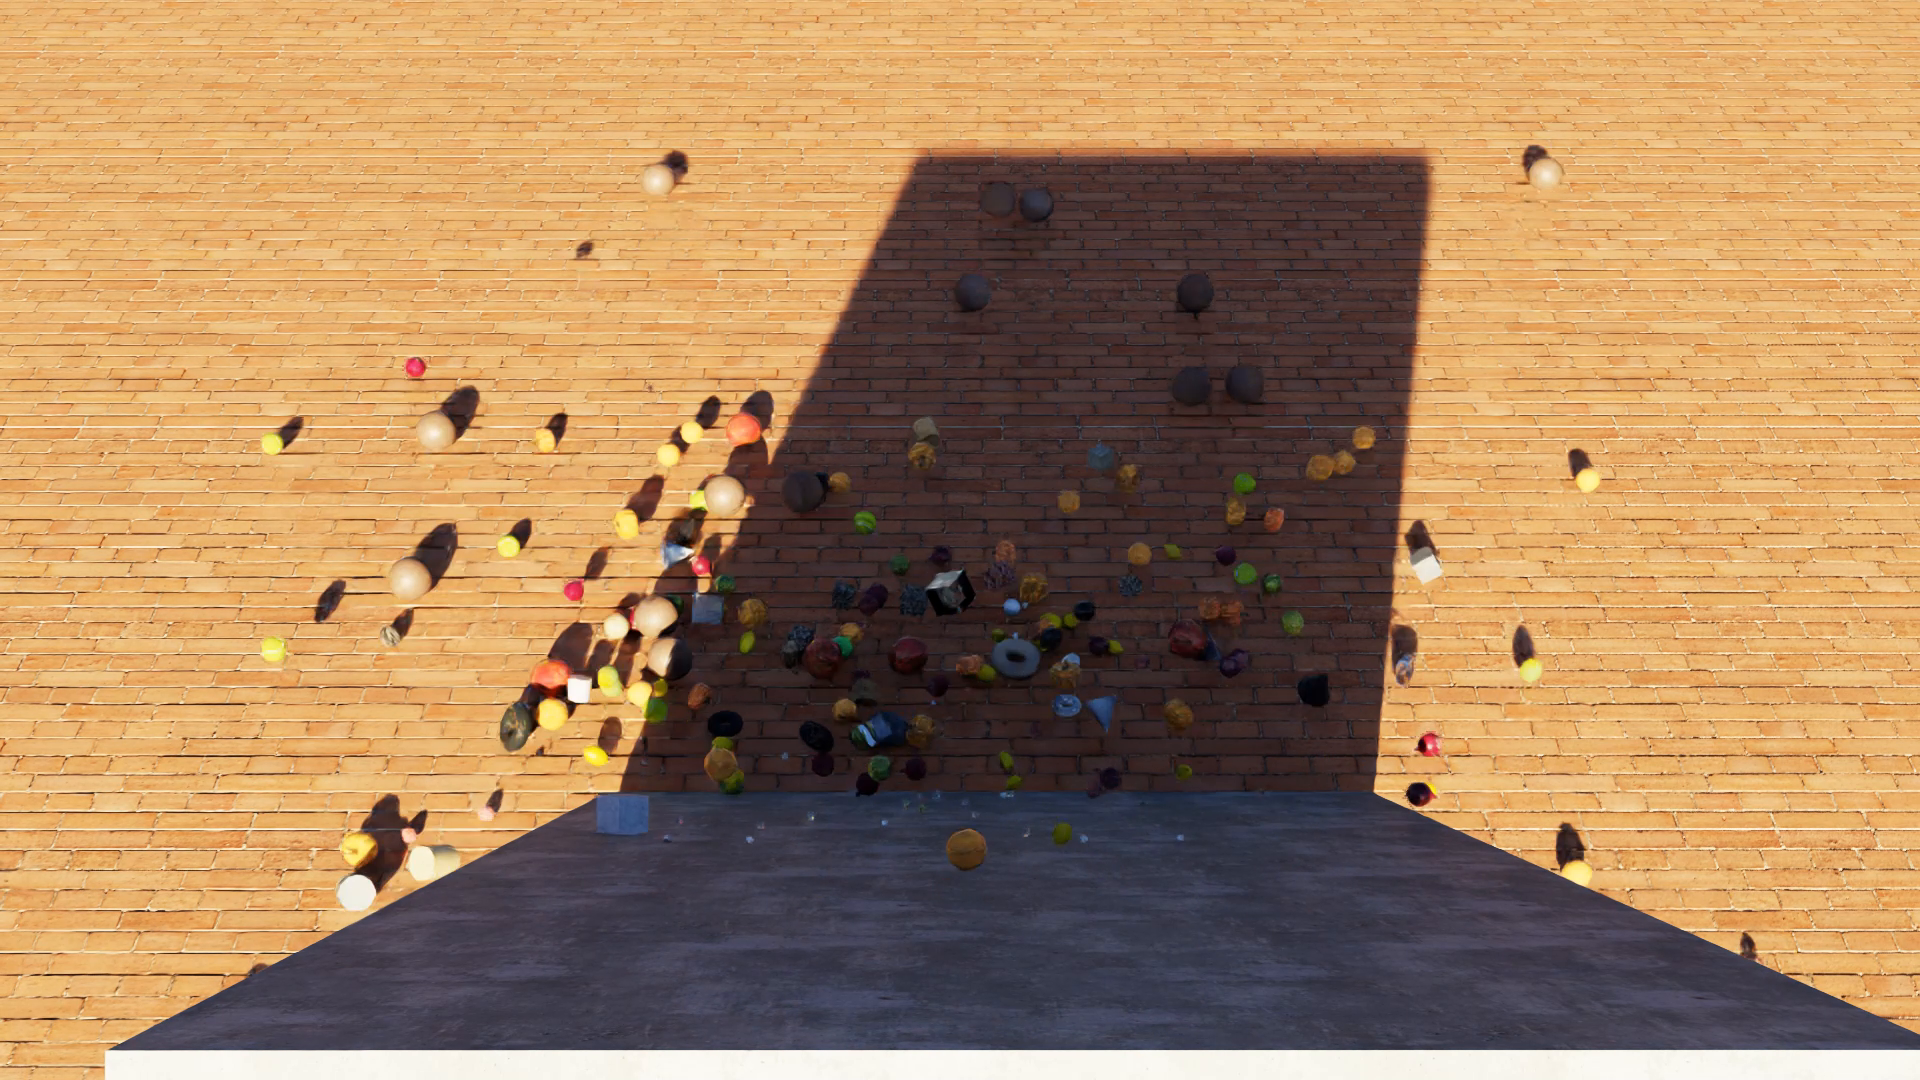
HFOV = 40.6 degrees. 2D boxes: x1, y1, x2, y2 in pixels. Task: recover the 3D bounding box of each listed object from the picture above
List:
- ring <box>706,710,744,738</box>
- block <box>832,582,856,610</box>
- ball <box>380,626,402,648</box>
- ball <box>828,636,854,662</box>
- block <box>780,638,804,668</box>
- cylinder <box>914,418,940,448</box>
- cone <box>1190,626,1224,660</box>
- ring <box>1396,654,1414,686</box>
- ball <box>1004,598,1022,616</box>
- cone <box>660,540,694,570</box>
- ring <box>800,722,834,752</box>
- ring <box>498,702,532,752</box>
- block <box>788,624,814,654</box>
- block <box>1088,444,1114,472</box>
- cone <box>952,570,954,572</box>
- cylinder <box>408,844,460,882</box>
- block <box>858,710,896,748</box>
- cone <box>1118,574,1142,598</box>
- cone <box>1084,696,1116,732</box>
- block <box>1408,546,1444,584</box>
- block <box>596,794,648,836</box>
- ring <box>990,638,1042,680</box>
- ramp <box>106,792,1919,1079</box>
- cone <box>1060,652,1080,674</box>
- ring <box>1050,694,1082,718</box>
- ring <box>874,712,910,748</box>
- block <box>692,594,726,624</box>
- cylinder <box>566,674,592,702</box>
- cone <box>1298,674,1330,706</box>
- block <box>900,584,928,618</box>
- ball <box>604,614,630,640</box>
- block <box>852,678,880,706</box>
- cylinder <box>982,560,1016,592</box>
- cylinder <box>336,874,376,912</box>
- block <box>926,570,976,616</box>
[{"bbox_3d":[-0.647,0.506,7.145,0.100,0.033,0.100,-1,34,1],"label":"ring"},{"bbox_3d":[-0.339,0.163,7.592,0.056,0.056,0.056,16,21,-8],"label":"block"},{"bbox_3d":[-1.636,0.277,7.456,0.061,0.061,0.061,0,34,0],"label":"ball"},{"bbox_3d":[-0.340,0.311,7.393,0.072,0.072,0.072,0,34,0],"label":"ball"},{"bbox_3d":[-0.477,0.323,7.393,0.055,0.055,0.055,-12,36,-17],"label":"block"},{"bbox_3d":[-0.107,-0.344,8.336,0.071,0.071,0.071,-6,66,-8],"label":"cylinder"},{"bbox_3d":[0.700,0.289,7.372,0.098,0.098,0.098,-2,2,0],"label":"cone"},{"bbox_3d":[1.250,0.366,7.291,0.030,0.091,0.091,14,36,29],"label":"ring"},{"bbox_3d":[0.153,0.197,7.581,0.052,0.052,0.052,0,34,0],"label":"ball"},{"bbox_3d":[-0.838,0.038,7.761,0.094,0.094,0.094,-8,35,-21],"label":"cone"},{"bbox_3d":[-0.389,0.536,7.065,0.105,0.035,0.105,30,24,-15],"label":"ring"},{"bbox_3d":[-1.205,0.507,7.042,0.046,0.139,0.139,19,23,-33],"label":"ring"},{"bbox_3d":[-0.456,0.284,7.451,0.055,0.055,0.055,15,37,20],"label":"block"},{"bbox_3d":[0.447,-0.263,8.250,0.058,0.058,0.058,-29,44,-35],"label":"block"},{"bbox_3d":[-0.018,0.117,7.673,0.074,0.074,0.074,-4,31,2],"label":"cone"},{"bbox_3d":[-1.109,0.680,5.474,0.074,0.074,0.074,24,11,31],"label":"cylinder"},{"bbox_3d":[-0.223,0.510,7.017,0.065,0.065,0.065,-33,88,-26],"label":"block"},{"bbox_3d":[0.509,0.124,7.689,0.073,0.073,0.073,6,19,9],"label":"cone"},{"bbox_3d":[0.395,0.483,7.142,0.094,0.094,0.094,-12,-6,-1],"label":"cone"},{"bbox_3d":[1.379,0.074,7.686,0.070,0.070,0.070,-31,21,12],"label":"block"},{"bbox_3d":[-0.721,0.587,5.550,0.079,0.079,0.079,1,-2,-44],"label":"block"},{"bbox_3d":[0.160,0.338,7.367,0.148,0.049,0.148,3,42,-2],"label":"ring"},{"bbox_3d":[0.076,0.656,4.804,2.000,0.100,4.000,0,-2,0],"label":"ramp"},{"bbox_3d":[0.304,0.348,7.381,0.060,0.060,0.060,-10,2,-14],"label":"cone"},{"bbox_3d":[0.295,0.460,7.217,0.085,0.028,0.085,-1,35,0],"label":"ring"},{"bbox_3d":[-0.194,0.518,7.103,0.120,0.040,0.120,12,40,-10],"label":"ring"},{"bbox_3d":[-0.723,0.198,7.449,0.082,0.082,0.082,7,-3,-11],"label":"block"},{"bbox_3d":[-1.053,0.411,7.183,0.063,0.063,0.063,7,8,-1],"label":"cylinder"},{"bbox_3d":[0.997,0.394,7.184,0.098,0.098,0.098,8,56,-12],"label":"cone"},{"bbox_3d":[-0.134,0.179,7.598,0.064,0.064,0.064,10,35,14],"label":"block"},{"bbox_3d":[-0.989,0.248,7.486,0.075,0.075,0.075,0,34,0],"label":"ball"},{"bbox_3d":[-0.260,0.423,7.208,0.058,0.058,0.058,14,64,-24],"label":"block"},{"bbox_3d":[0.115,0.106,7.665,0.071,0.071,0.071,-29,28,21],"label":"cylinder"},{"bbox_3d":[-1.515,0.885,6.507,0.090,0.090,0.090,-13,-2,-19],"label":"cylinder"},{"bbox_3d":[-0.028,0.155,7.580,0.092,0.092,0.092,-10,25,34],"label":"block"}]
